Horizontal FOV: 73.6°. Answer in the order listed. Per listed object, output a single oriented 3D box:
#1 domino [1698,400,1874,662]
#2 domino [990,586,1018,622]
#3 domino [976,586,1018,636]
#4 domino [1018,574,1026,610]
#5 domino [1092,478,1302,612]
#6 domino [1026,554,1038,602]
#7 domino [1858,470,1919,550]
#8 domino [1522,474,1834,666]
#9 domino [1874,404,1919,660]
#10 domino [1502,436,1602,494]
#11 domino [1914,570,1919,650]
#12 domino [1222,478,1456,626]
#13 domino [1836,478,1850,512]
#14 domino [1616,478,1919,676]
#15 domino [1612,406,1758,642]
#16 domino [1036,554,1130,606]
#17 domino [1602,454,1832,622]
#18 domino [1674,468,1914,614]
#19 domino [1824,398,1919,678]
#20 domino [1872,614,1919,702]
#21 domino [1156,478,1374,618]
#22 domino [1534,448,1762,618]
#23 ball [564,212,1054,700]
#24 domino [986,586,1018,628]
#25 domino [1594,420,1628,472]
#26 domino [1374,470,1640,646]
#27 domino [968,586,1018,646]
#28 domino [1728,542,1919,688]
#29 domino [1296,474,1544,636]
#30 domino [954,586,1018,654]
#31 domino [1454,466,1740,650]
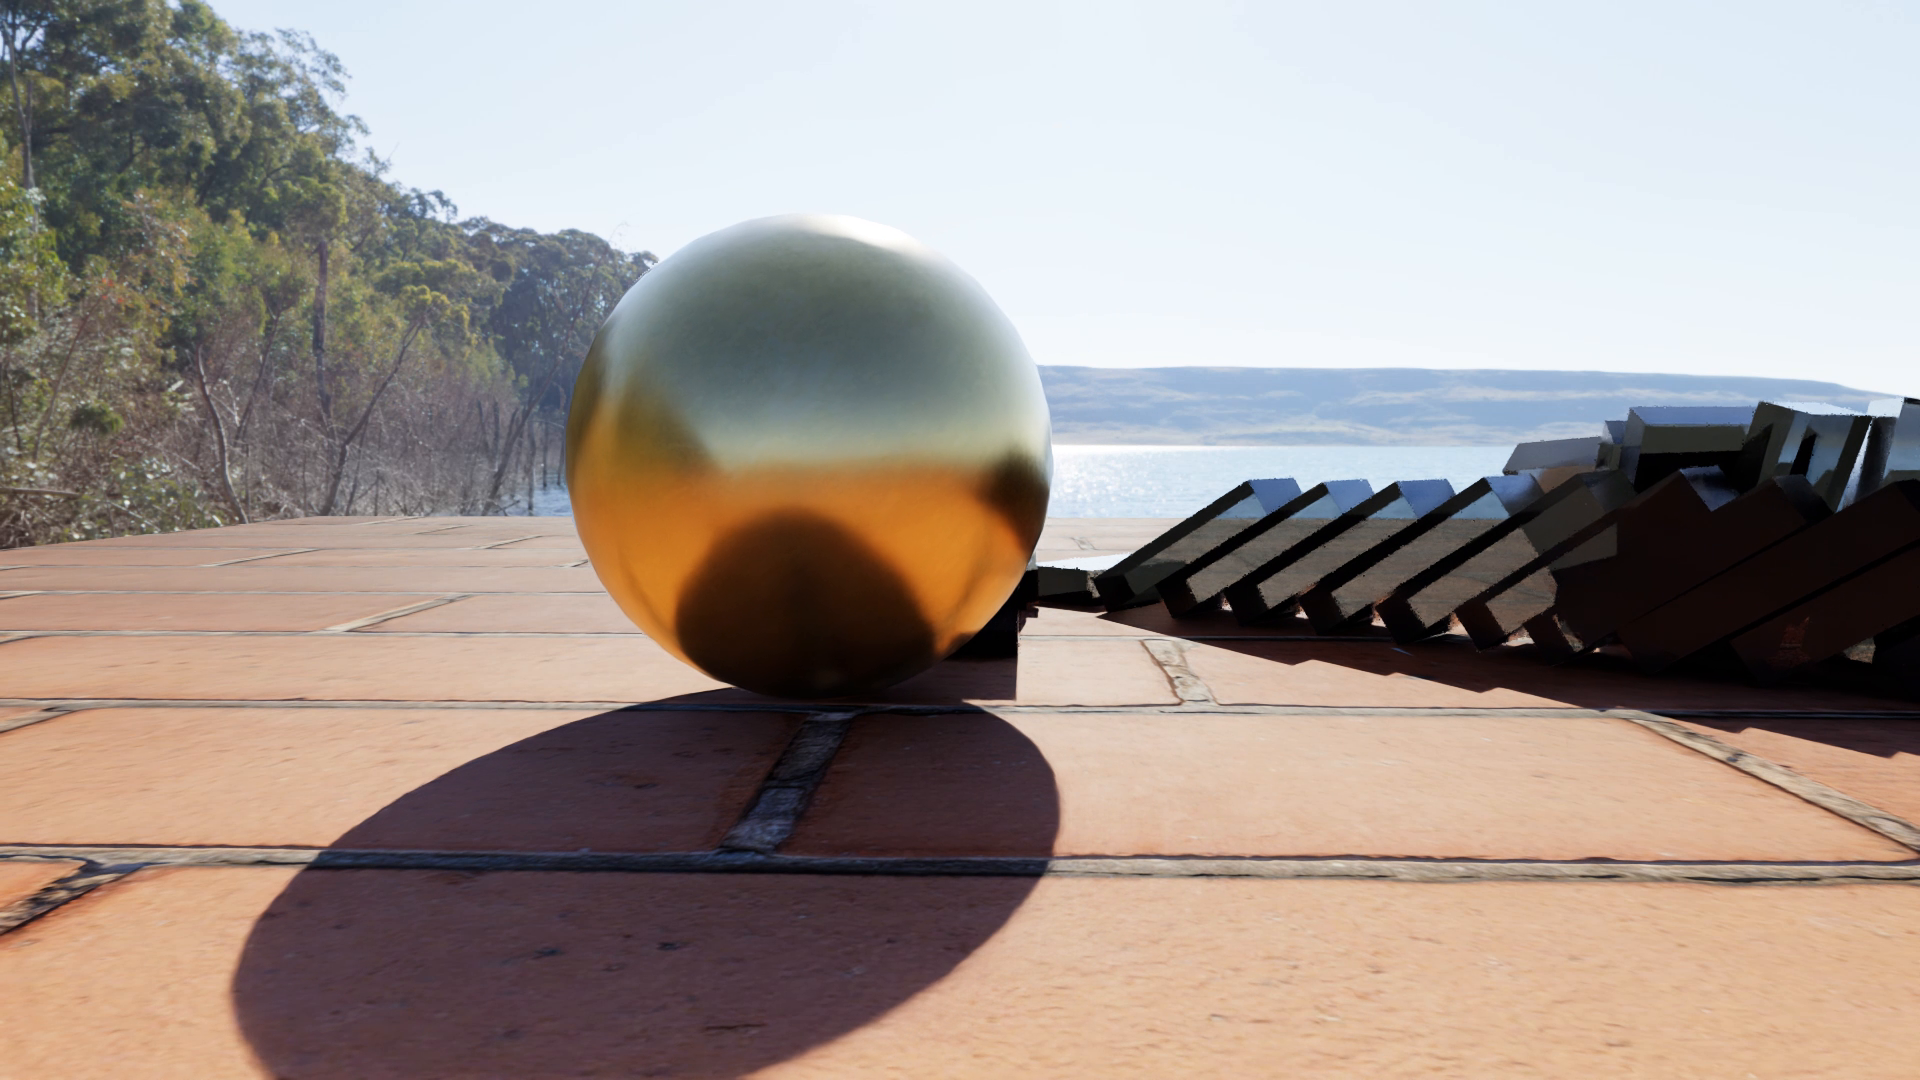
[{"bbox_3d":[0.160,-0.002,0.253,0.025,0.050,0.010,-3,22,-33],"label":"domino"},{"bbox_3d":[0.002,-0.004,0.319,0.025,0.050,0.010,0,-36,4],"label":"domino"},{"bbox_3d":[0.001,-0.002,0.295,0.025,0.050,0.009,0,-35,3],"label":"domino"},{"bbox_3d":[0.004,-0.005,0.333,0.025,0.050,0.010,-2,-37,2],"label":"domino"},{"bbox_3d":[0.060,0.001,0.320,0.050,0.009,0.025,-36,-19,35],"label":"domino"},{"bbox_3d":[0.007,0.001,0.353,0.025,0.009,0.050,-4,28,0],"label":"domino"},{"bbox_3d":[0.236,0.002,0.293,0.025,0.009,0.050,-1,39,-17],"label":"domino"},{"bbox_3d":[0.134,0.006,0.241,0.025,0.009,0.050,-5,-30,-46],"label":"domino"},{"bbox_3d":[0.194,-0.001,0.244,0.009,0.050,0.025,11,0,-23],"label":"domino"},{"bbox_3d":[0.152,-0.002,0.303,0.009,0.050,0.025,-51,24,-23],"label":"domino"},{"bbox_3d":[0.207,-0.002,0.254,0.009,0.050,0.025,1,3,-39],"label":"domino"},{"bbox_3d":[0.087,0.003,0.294,0.025,0.010,0.050,-4,-26,-45],"label":"domino"},{"bbox_3d":[0.227,0.000,0.311,0.025,0.010,0.050,2,39,-25],"label":"domino"},{"bbox_3d":[0.147,0.007,0.231,0.025,0.009,0.050,-5,-29,-46],"label":"domino"},{"bbox_3d":[0.150,-0.003,0.267,0.025,0.050,0.010,1,26,8],"label":"domino"},{"bbox_3d":[0.043,0.011,0.362,0.025,0.010,0.050,4,6,45],"label":"domino"},{"bbox_3d":[0.186,-0.001,0.318,0.050,0.009,0.025,41,6,1],"label":"domino"},{"bbox_3d":[0.211,0.000,0.326,0.025,0.010,0.050,4,32,-39],"label":"domino"},{"bbox_3d":[0.175,-0.001,0.244,0.009,0.050,0.025,13,9,22],"label":"domino"},{"bbox_3d":[0.178,0.008,0.209,0.050,0.009,0.025,-39,-14,31],"label":"domino"},{"bbox_3d":[0.074,0.002,0.308,0.050,0.009,0.025,-36,-19,35],"label":"domino"},{"bbox_3d":[0.168,-0.002,0.315,0.050,0.010,0.025,42,-4,-7],"label":"domino"},{"bbox_3d":[-0.024,-0.014,0.215,0.080,0.080,0.080,0,4,0],"label":"ball"},{"bbox_3d":[0.001,-0.003,0.307,0.025,0.050,0.009,0,-35,3],"label":"domino"},{"bbox_3d":[0.152,-0.002,0.283,0.025,0.050,0.010,1,36,12],"label":"domino"},{"bbox_3d":[0.114,0.004,0.266,0.025,0.009,0.050,-6,-29,-45],"label":"domino"},{"bbox_3d":[0.001,-0.001,0.282,0.025,0.050,0.010,0,-35,3],"label":"domino"},{"bbox_3d":[0.161,0.008,0.220,0.050,0.009,0.025,-40,-21,34],"label":"domino"},{"bbox_3d":[0.101,0.004,0.280,0.025,0.009,0.050,-4,-28,-45],"label":"domino"},{"bbox_3d":[0.000,0.000,0.270,0.025,0.050,0.010,0,-35,3],"label":"domino"},{"bbox_3d":[0.125,0.004,0.252,0.025,0.010,0.050,-5,-29,-45],"label":"domino"}]
